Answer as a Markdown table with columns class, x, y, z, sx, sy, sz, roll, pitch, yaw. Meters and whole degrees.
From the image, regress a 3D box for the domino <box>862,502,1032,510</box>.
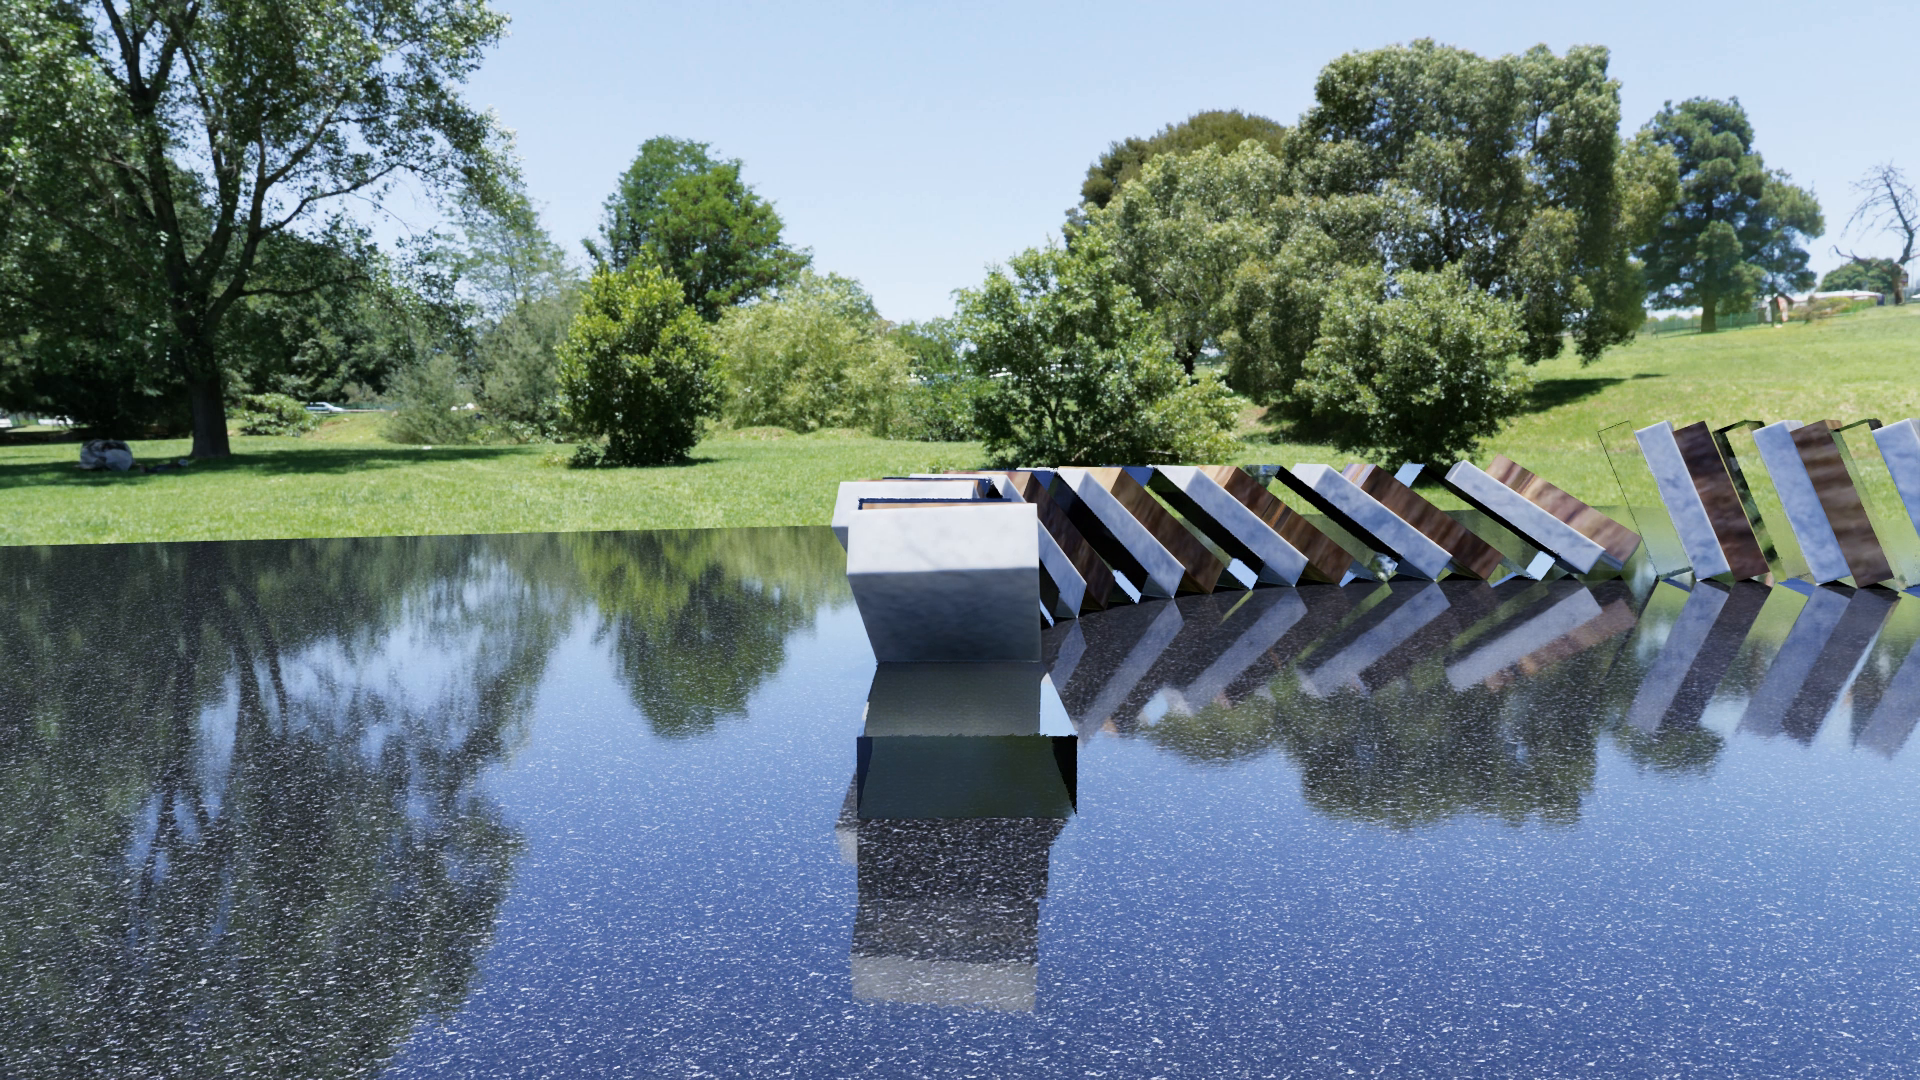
| class | x | y | z | sx | sy | sz | roll | pitch | yaw |
| --- | --- | --- | --- | --- | --- | --- | --- | --- | --- |
| domino | -0.001 | 0.010 | 0.210 | 0.025 | 0.009 | 0.050 | 0 | -26 | 1 |

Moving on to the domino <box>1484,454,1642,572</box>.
| class | x | y | z | sx | sy | sz | roll | pitch | yaw |
| --- | --- | --- | --- | --- | --- | --- | --- | --- | --- |
| domino | 0.196 | -0.009 | 0.420 | 0.050 | 0.009 | 0.025 | 38 | 8 | 25 |

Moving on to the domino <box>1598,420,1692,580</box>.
| class | x | y | z | sx | sy | sz | roll | pitch | yaw |
| --- | --- | --- | --- | --- | --- | --- | --- | --- | --- |
| domino | 0.219 | -0.013 | 0.411 | 0.010 | 0.050 | 0.025 | -23 | -7 | 27 |

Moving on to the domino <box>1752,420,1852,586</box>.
| class | x | y | z | sx | sy | sz | roll | pitch | yaw |
| --- | --- | --- | --- | --- | --- | --- | --- | --- | --- |
| domino | 0.263 | -0.012 | 0.397 | 0.025 | 0.050 | 0.009 | -5 | -16 | -46 |

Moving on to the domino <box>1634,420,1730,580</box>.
| class | x | y | z | sx | sy | sz | roll | pitch | yaw |
| --- | --- | --- | --- | --- | --- | --- | --- | --- | --- |
| domino | 0.231 | -0.013 | 0.410 | 0.009 | 0.050 | 0.025 | -24 | -9 | 31 |

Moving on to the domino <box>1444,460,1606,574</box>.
| class | x | y | z | sx | sy | sz | roll | pitch | yaw |
| --- | --- | --- | --- | --- | --- | --- | --- | --- | --- |
| domino | 0.181 | -0.007 | 0.415 | 0.050 | 0.009 | 0.025 | 36 | 8 | 12 |

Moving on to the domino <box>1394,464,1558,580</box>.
| class | x | y | z | sx | sy | sz | roll | pitch | yaw |
| --- | --- | --- | --- | --- | --- | --- | --- | --- | --- |
| domino | 0.164 | -0.006 | 0.412 | 0.050 | 0.009 | 0.025 | 35 | 6 | 1 |

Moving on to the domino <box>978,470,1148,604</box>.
| class | x | y | z | sx | sy | sz | roll | pitch | yaw |
| --- | --- | --- | --- | --- | --- | --- | --- | --- | --- |
| domino | 0.026 | -0.001 | 0.335 | 0.025 | 0.009 | 0.050 | 4 | -29 | 42 |

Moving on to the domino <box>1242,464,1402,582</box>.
| class | x | y | z | sx | sy | sz | roll | pitch | yaw |
| --- | --- | --- | --- | --- | --- | --- | --- | --- | --- |
| domino | 0.111 | -0.006 | 0.401 | 0.050 | 0.009 | 0.025 | 34 | -4 | -13 |

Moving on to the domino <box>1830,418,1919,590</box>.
| class | x | y | z | sx | sy | sz | roll | pitch | yaw |
| --- | --- | --- | --- | --- | --- | --- | --- | --- | --- |
| domino | 0.277 | -0.011 | 0.383 | 0.025 | 0.050 | 0.009 | -5 | -16 | -46 |

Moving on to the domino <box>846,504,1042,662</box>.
| class | x | y | z | sx | sy | sz | roll | pitch | yaw |
| --- | --- | --- | --- | --- | --- | --- | --- | --- | --- |
| domino | -0.001 | 0.011 | 0.191 | 0.025 | 0.009 | 0.050 | -2 | -26 | 3 |

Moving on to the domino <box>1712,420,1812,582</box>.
| class | x | y | z | sx | sy | sz | roll | pitch | yaw |
| --- | --- | --- | --- | --- | --- | --- | --- | --- | --- |
| domino | 0.254 | -0.013 | 0.403 | 0.025 | 0.050 | 0.010 | -5 | -16 | -46 |

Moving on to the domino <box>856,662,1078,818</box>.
| class | x | y | z | sx | sy | sz | roll | pitch | yaw |
| --- | --- | --- | --- | --- | --- | --- | --- | --- | --- |
| domino | 0.000 | 0.025 | 0.170 | 0.025 | 0.009 | 0.050 | 0 | 4 | -1 |

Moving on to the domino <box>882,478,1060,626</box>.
| class | x | y | z | sx | sy | sz | roll | pitch | yaw |
| --- | --- | --- | --- | --- | --- | --- | --- | --- | --- |
| domino | 0.003 | 0.003 | 0.286 | 0.025 | 0.009 | 0.050 | 2 | -29 | 24 |

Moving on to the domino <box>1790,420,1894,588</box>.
| class | x | y | z | sx | sy | sz | roll | pitch | yaw |
| --- | --- | --- | --- | --- | --- | --- | --- | --- | --- |
| domino | 0.270 | -0.012 | 0.390 | 0.025 | 0.050 | 0.010 | -5 | -16 | -46 |

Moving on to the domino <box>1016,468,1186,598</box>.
| class | x | y | z | sx | sy | sz | roll | pitch | yaw |
| --- | --- | --- | --- | --- | --- | --- | --- | --- | --- |
| domino | 0.037 | -0.002 | 0.350 | 0.025 | 0.009 | 0.050 | 5 | -28 | 48 |

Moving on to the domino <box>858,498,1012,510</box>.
| class | x | y | z | sx | sy | sz | roll | pitch | yaw |
| --- | --- | --- | --- | --- | --- | --- | --- | --- | --- |
| domino | -0.003 | 0.009 | 0.229 | 0.025 | 0.009 | 0.050 | 0 | -26 | 3 |

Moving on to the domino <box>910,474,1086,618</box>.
| class | x | y | z | sx | sy | sz | roll | pitch | yaw |
| --- | --- | --- | --- | --- | --- | --- | --- | --- | --- |
| domino | 0.009 | 0.002 | 0.303 | 0.025 | 0.009 | 0.050 | 3 | -29 | 31 |

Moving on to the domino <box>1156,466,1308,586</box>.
| class | x | y | z | sx | sy | sz | roll | pitch | yaw |
| --- | --- | --- | --- | --- | --- | --- | --- | --- | --- |
| domino | 0.078 | -0.004 | 0.385 | 0.050 | 0.009 | 0.025 | 36 | -12 | -24 |

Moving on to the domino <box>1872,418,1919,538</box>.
| class | x | y | z | sx | sy | sz | roll | pitch | yaw |
| --- | --- | --- | --- | --- | --- | --- | --- | --- | --- |
| domino | 0.284 | -0.010 | 0.375 | 0.025 | 0.050 | 0.010 | -5 | -16 | -46 |

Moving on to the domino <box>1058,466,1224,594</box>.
| class | x | y | z | sx | sy | sz | roll | pitch | yaw |
| --- | --- | --- | --- | --- | --- | --- | --- | --- | --- |
| domino | 0.050 | -0.003 | 0.363 | 0.050 | 0.009 | 0.025 | 39 | -19 | -33 |

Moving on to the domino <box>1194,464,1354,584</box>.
| class | x | y | z | sx | sy | sz | roll | pitch | yaw |
| --- | --- | --- | --- | --- | --- | --- | --- | --- | --- |
| domino | 0.094 | -0.005 | 0.394 | 0.050 | 0.010 | 0.025 | 35 | -7 | -18 |

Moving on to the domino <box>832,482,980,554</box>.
| class | x | y | z | sx | sy | sz | roll | pitch | yaw |
| --- | --- | --- | --- | --- | --- | --- | --- | --- | --- |
| domino | -0.005 | 0.006 | 0.250 | 0.025 | 0.009 | 0.050 | 1 | -29 | 14 |

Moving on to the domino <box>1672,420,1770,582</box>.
| class | x | y | z | sx | sy | sz | roll | pitch | yaw |
| --- | --- | --- | --- | --- | --- | --- | --- | --- | --- |
| domino | 0.242 | -0.013 | 0.407 | 0.009 | 0.050 | 0.025 | -24 | -10 | 34 |

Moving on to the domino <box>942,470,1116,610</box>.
| class | x | y | z | sx | sy | sz | roll | pitch | yaw |
| --- | --- | --- | --- | --- | --- | --- | --- | --- | --- |
| domino | 0.017 | 0.001 | 0.320 | 0.025 | 0.010 | 0.050 | 3 | -29 | 35 |

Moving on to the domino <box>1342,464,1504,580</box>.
| class | x | y | z | sx | sy | sz | roll | pitch | yaw |
| --- | --- | --- | --- | --- | --- | --- | --- | --- | --- |
| domino | 0.146 | -0.006 | 0.410 | 0.050 | 0.009 | 0.025 | 34 | 2 | -5 |

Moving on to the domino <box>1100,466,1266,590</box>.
| class | x | y | z | sx | sy | sz | roll | pitch | yaw |
| --- | --- | --- | --- | --- | --- | --- | --- | --- | --- |
| domino | 0.063 | -0.004 | 0.375 | 0.050 | 0.009 | 0.025 | 37 | -14 | -27 |

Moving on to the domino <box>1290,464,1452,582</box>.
| class | x | y | z | sx | sy | sz | roll | pitch | yaw |
| --- | --- | --- | --- | --- | --- | --- | --- | --- | --- |
| domino | 0.128 | -0.006 | 0.407 | 0.050 | 0.009 | 0.025 | 34 | -1 | -8 |

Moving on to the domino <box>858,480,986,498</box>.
| class | x | y | z | sx | sy | sz | roll | pitch | yaw |
| --- | --- | --- | --- | --- | --- | --- | --- | --- | --- |
| domino | -0.002 | 0.005 | 0.268 | 0.025 | 0.009 | 0.050 | 1 | -29 | 19 |
